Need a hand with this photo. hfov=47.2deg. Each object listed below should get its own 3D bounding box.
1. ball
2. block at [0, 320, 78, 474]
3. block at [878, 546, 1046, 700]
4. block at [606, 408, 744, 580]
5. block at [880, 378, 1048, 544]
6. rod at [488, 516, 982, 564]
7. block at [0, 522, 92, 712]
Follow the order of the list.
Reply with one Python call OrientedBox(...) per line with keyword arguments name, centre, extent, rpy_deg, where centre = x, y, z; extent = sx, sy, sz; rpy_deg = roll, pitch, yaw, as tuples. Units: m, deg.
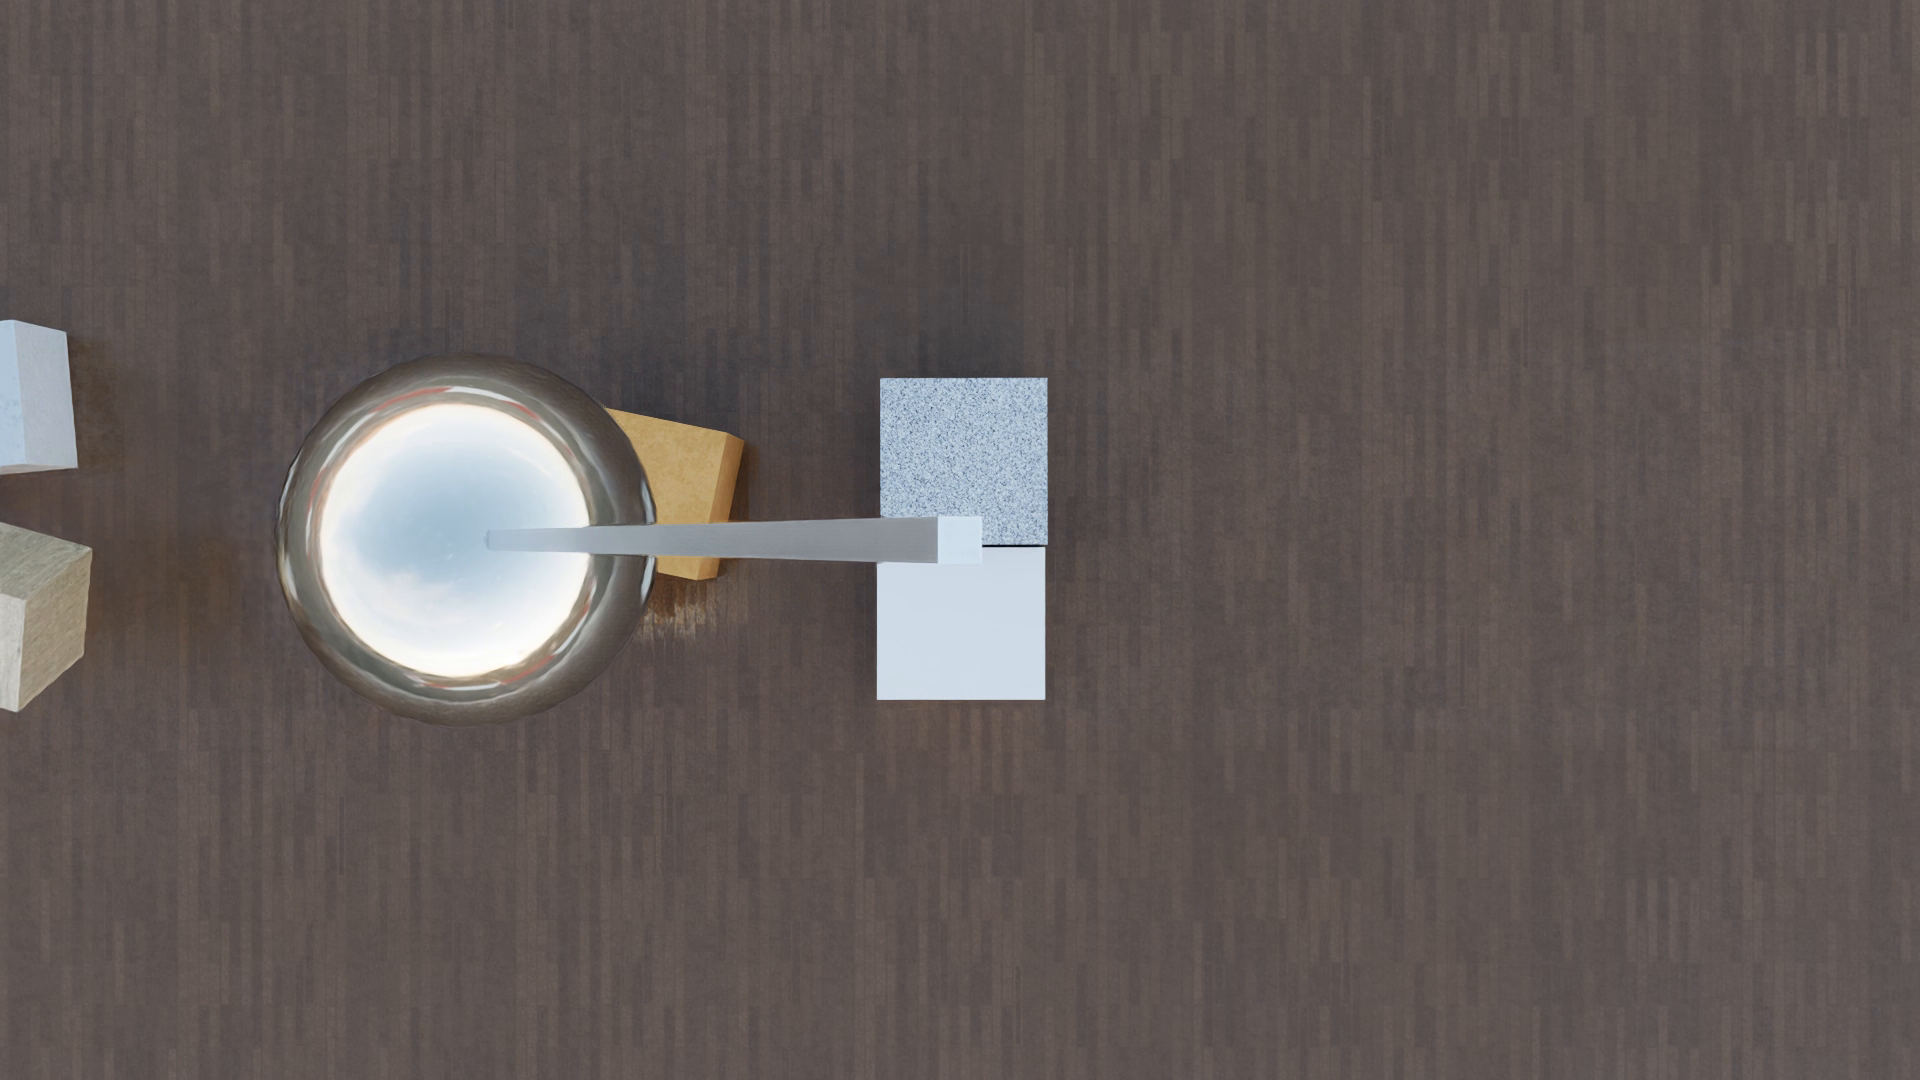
OrientedBox(name="ball", centre=(-2.086, 0.000, 9.368), extent=(1.600, 1.600, 1.600), rpy_deg=(0, 90, 0))
OrientedBox(name="block", centre=(-5.654, -0.792, 12.640), extent=(0.813, 0.721, 0.806), rpy_deg=(-5, 90, 0))
OrientedBox(name="block", centre=(0.006, 0.462, 12.587), extent=(0.930, 0.826, 0.843), rpy_deg=(0, 90, 0))
OrientedBox(name="block", centre=(-1.796, -0.273, 12.517), extent=(0.898, 0.967, 0.824), rpy_deg=(12, 90, 0))
OrientedBox(name="block", centre=(0.022, -0.432, 12.532), extent=(0.915, 0.935, 0.913), rpy_deg=(0, 90, 0))
OrientedBox(name="rod", centre=(-0.904, 0.000, 6.180), extent=(0.080, 5.200, 0.080), rpy_deg=(0, 90, -20))
OrientedBox(name="block", centre=(-5.253, 0.383, 11.924), extent=(0.735, 0.705, 0.685), rpy_deg=(16, 114, 2))
